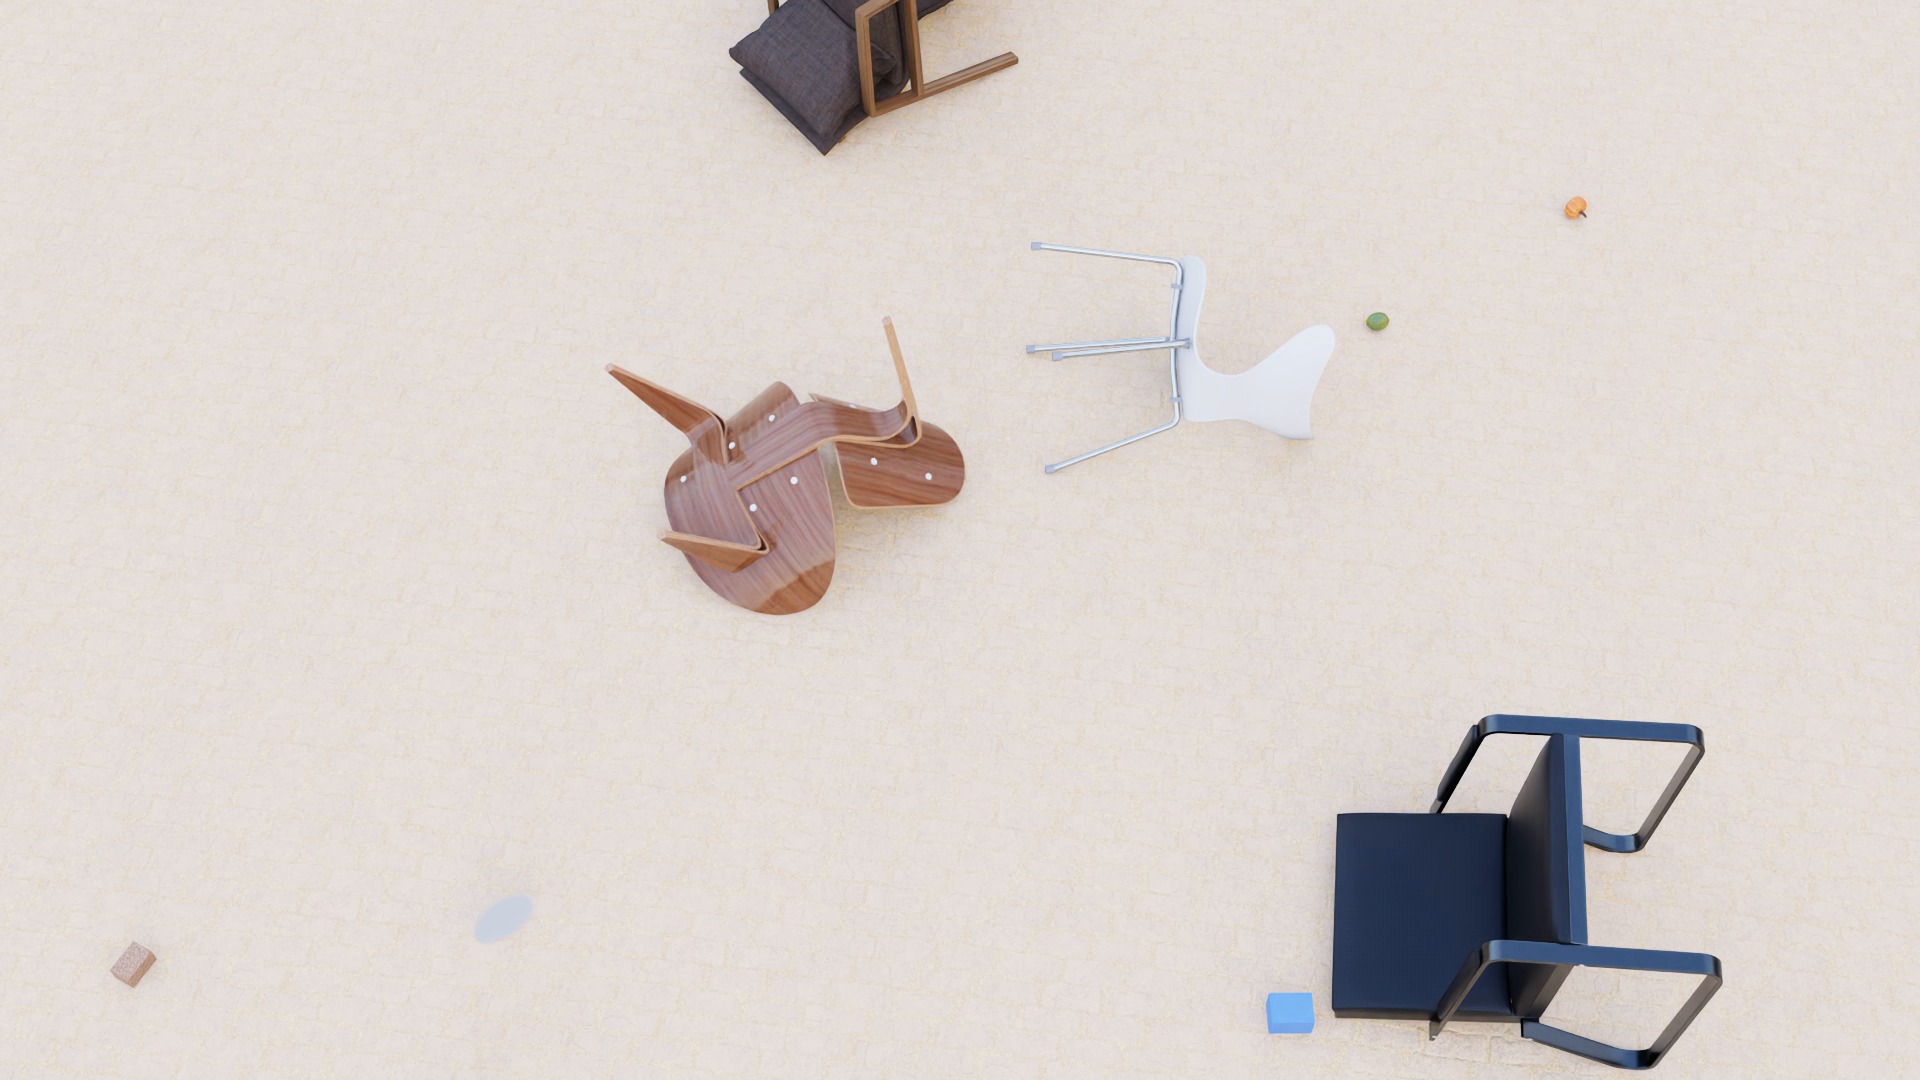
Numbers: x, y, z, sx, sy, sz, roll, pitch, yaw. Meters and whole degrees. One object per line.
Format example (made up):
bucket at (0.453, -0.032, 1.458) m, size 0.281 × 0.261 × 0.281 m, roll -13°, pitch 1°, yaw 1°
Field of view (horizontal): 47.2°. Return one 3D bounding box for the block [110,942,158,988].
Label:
block at (-2.177, 1.118, 5.793) m, size 0.061 × 0.050 × 0.094 m, roll 24°, pitch 59°, yaw 15°

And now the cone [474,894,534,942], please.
cone at (-1.233, 0.993, 5.880) m, size 0.177 × 0.104 × 0.087 m, roll -35°, pitch 31°, yaw -13°

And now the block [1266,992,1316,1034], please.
block at (0.857, 1.228, 5.706) m, size 0.111 × 0.073 × 0.083 m, roll 0°, pitch 56°, yaw 0°
